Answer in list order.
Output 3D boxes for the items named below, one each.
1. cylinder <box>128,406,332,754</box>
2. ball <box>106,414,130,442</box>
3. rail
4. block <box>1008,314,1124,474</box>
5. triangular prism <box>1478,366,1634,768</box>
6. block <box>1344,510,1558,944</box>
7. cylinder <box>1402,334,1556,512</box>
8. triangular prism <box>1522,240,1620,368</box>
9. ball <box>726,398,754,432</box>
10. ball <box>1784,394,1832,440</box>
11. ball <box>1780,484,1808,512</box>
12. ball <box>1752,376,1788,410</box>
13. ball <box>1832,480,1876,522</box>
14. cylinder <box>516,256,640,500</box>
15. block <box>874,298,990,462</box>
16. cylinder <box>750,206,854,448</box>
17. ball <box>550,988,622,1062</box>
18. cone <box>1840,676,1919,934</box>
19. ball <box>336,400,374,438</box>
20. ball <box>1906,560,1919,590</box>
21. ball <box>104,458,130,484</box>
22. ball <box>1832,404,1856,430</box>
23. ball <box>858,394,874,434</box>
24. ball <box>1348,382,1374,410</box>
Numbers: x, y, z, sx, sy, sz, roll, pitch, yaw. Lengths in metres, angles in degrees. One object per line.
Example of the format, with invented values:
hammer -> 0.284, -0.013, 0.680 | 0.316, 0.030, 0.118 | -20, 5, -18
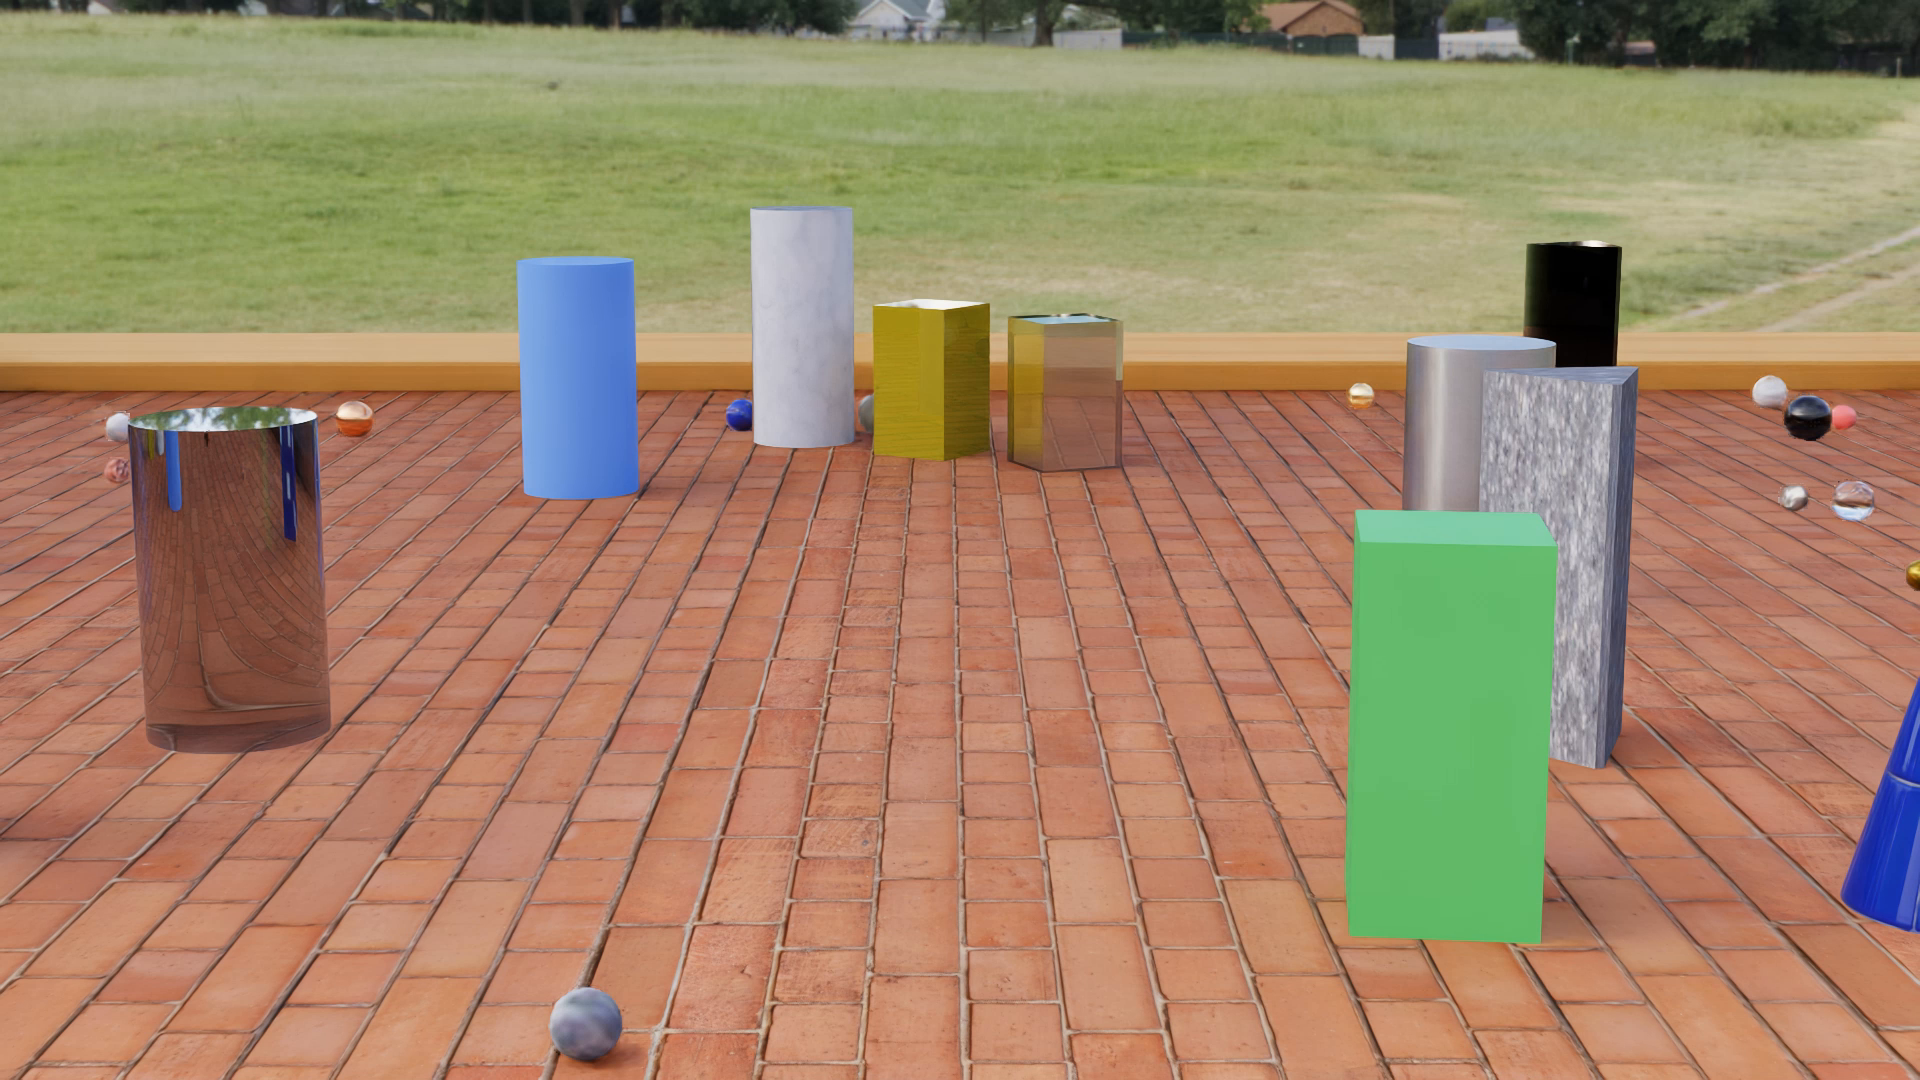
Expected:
cylinder -> -0.799, 0.040, 2.815 | 0.199, 0.349, 0.199 | 0, 10, 0
ball -> -1.642, -0.218, 5.015 | 0.056, 0.056, 0.056 | 0, 10, 0
rail -> -0.014, -0.401, 5.796 | 4.472, 0.129, 0.045 | 0, 10, 0
block -> 0.192, -0.272, 4.718 | 0.159, 0.270, 0.159 | -4, 11, -23
triangular prism -> 0.673, 0.020, 2.766 | 0.149, 0.405, 0.172 | -9, 14, -39
block -> 0.419, 0.156, 2.211 | 0.159, 0.340, 0.159 | 1, 11, 7
cylinder -> 0.707, -0.093, 3.514 | 0.199, 0.356, 0.199 | 0, 10, 0
triangular prism -> 1.143, -0.344, 4.731 | 0.172, 0.406, 0.149 | 6, 12, 29
ball -> -0.439, -0.251, 5.166 | 0.066, 0.066, 0.066 | 0, 10, 0
ball -> 1.666, -0.240, 5.038 | 0.090, 0.090, 0.090 | 0, 10, 0
ball -> 1.381, -0.070, 4.246 | 0.044, 0.044, 0.044 | 0, 10, 0
ball -> 1.736, -0.316, 5.497 | 0.072, 0.072, 0.072 | 0, 10, 0
ball -> 1.444, -0.063, 4.147 | 0.067, 0.067, 0.067 | 0, 10, 0
cylinder -> -0.658, -0.282, 4.424 | 0.199, 0.397, 0.199 | 0, 10, 0
block -> -0.053, -0.306, 4.866 | 0.159, 0.283, 0.159 | 7, 12, 32
cylinder -> -0.307, -0.419, 5.007 | 0.199, 0.454, 0.199 | 0, 10, 0
ball -> -0.277, 0.359, 1.901 | 0.054, 0.054, 0.054 | 0, 10, 0
cone -> 0.878, 0.136, 2.220 | 0.199, 0.377, 0.199 | 0, 10, 0
ball -> -1.198, -0.239, 5.075 | 0.074, 0.074, 0.074 | 0, 10, 0
ball -> 1.350, 0.049, 3.598 | 0.045, 0.045, 0.045 | 0, 10, 0
ball -> -1.486, -0.121, 4.520 | 0.044, 0.044, 0.044 | 0, 10, 0
ball -> 1.786, -0.248, 5.192 | 0.050, 0.050, 0.050 | 0, 10, 0
ball -> -0.163, -0.251, 5.089 | 0.081, 0.081, 0.081 | 0, 10, 0
ball -> 0.859, -0.309, 5.501 | 0.057, 0.057, 0.057 | 0, 10, 0
